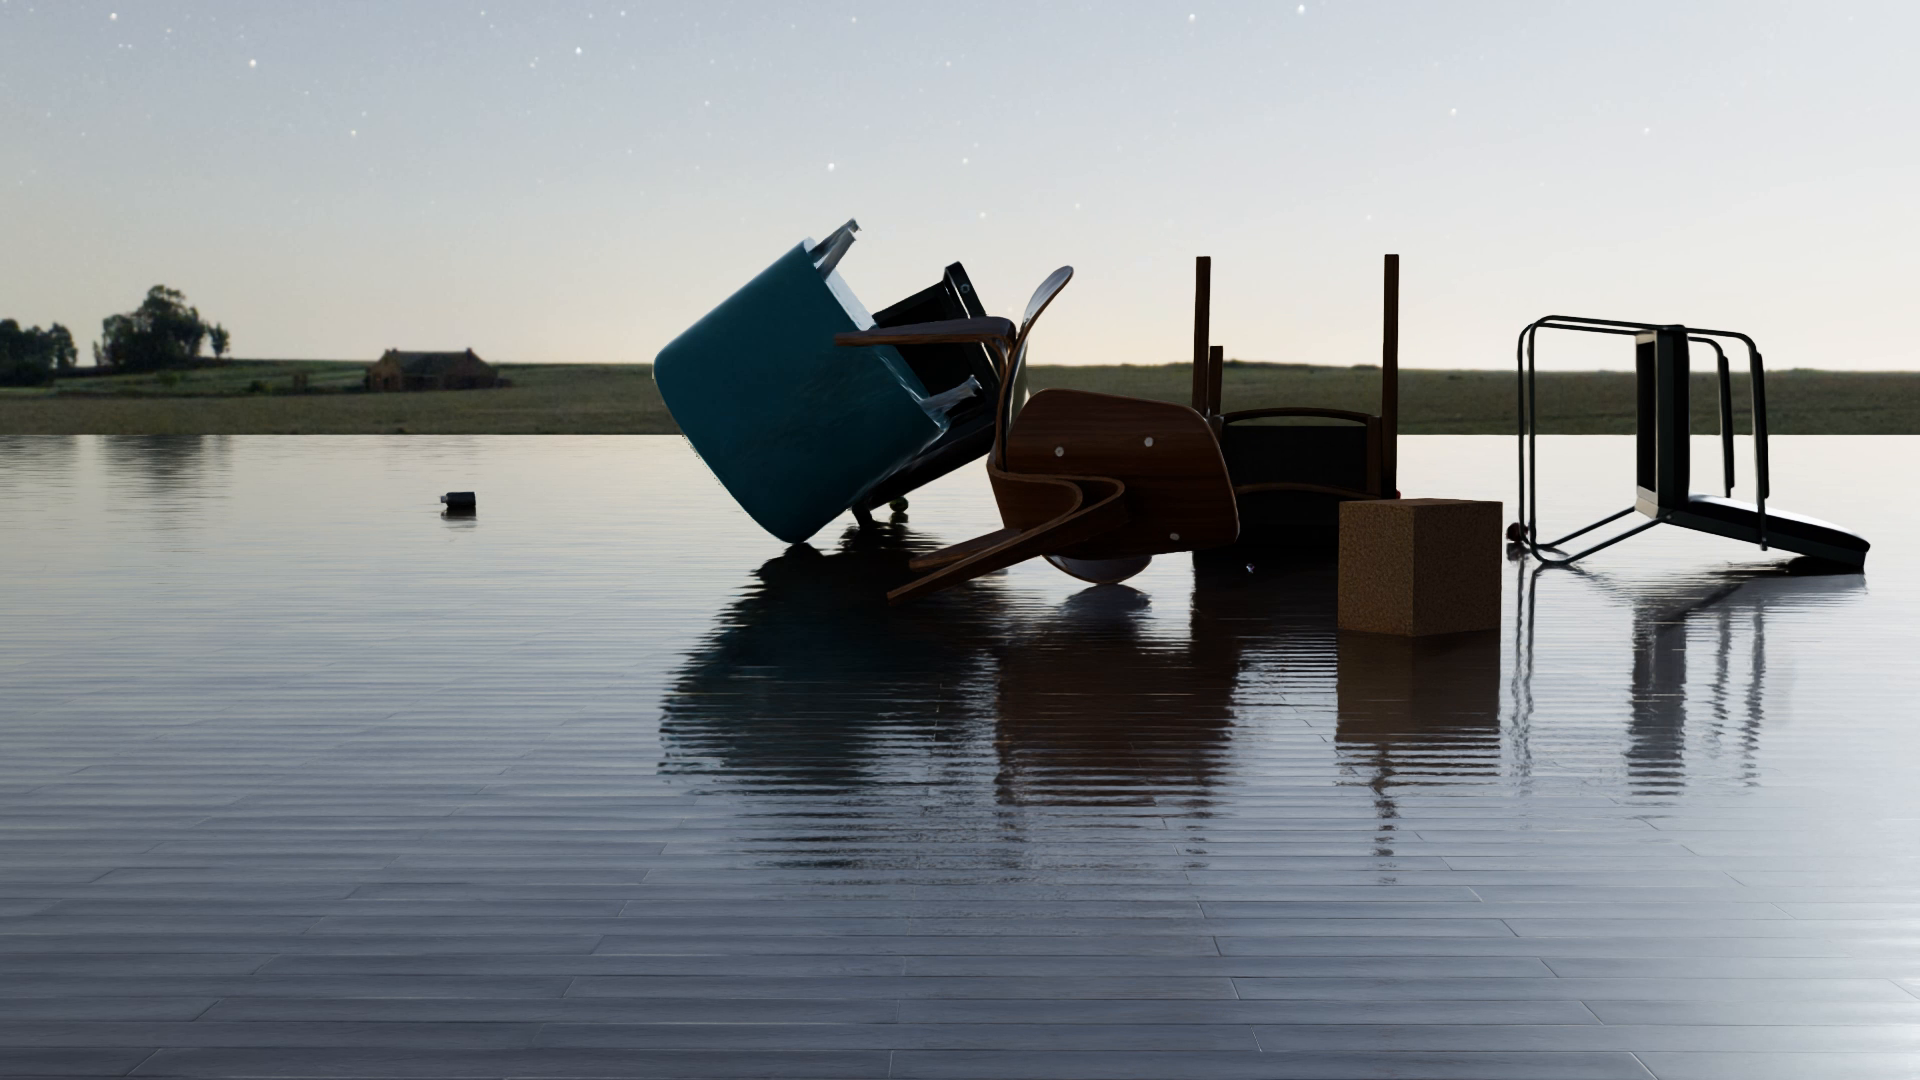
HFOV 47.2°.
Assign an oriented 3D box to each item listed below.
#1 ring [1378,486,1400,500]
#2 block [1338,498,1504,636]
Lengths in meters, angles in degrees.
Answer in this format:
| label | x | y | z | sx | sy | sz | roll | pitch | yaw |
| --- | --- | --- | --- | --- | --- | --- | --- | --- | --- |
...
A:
| label | x | y | z | sx | sy | sz | roll | pitch | yaw |
| --- | --- | --- | --- | --- | --- | --- | --- | --- | --- |
| ring | 1.634 | -0.163 | 8.372 | 0.052 | 0.078 | 0.111 | 22 | 28 | 39 |
| block | 0.864 | 0.047 | 4.127 | 0.249 | 0.238 | 0.182 | -3 | 5 | -37 |
